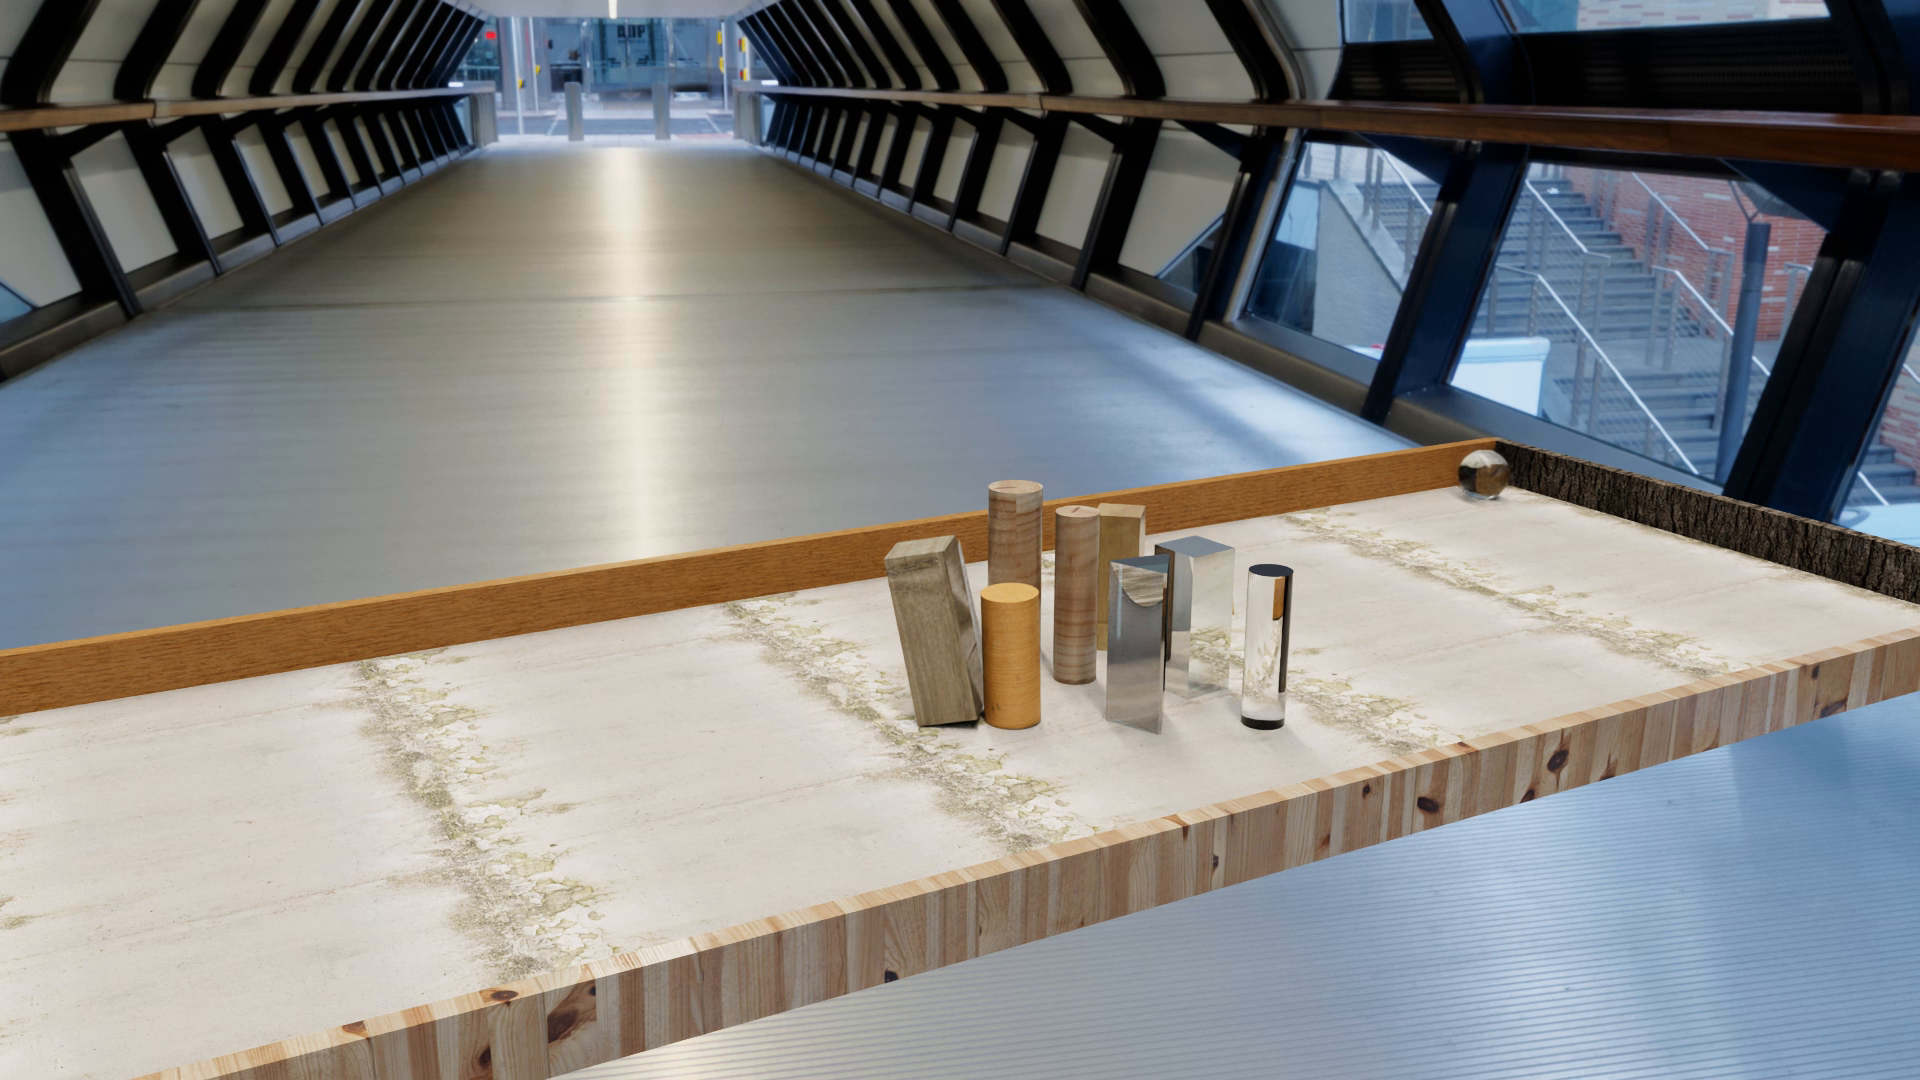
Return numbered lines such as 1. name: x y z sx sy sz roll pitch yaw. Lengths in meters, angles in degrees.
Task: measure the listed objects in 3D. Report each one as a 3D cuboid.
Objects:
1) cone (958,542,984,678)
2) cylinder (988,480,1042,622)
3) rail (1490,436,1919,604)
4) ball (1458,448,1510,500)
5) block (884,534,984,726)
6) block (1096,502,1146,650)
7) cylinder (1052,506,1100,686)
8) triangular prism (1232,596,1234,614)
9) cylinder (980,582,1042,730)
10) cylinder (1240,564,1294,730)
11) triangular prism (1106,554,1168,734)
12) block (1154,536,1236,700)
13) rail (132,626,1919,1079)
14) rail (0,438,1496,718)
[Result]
1. cone: -0.001 0.173 4.122 0.157 0.364 0.157 0 16 0
2. cylinder: 0.143 0.074 4.317 0.142 0.442 0.142 0 16 0
3. rail: 2.466 -0.048 5.253 0.050 0.150 2.100 -9 18 -27
4. ball: 1.853 -0.233 5.831 0.178 0.178 0.178 0 16 0
5. block: -0.055 0.212 3.867 0.144 0.410 0.144 -8 14 12
6. block: 0.418 0.100 4.359 0.121 0.370 0.121 4 17 12
7. cylinder: 0.290 0.138 4.113 0.110 0.435 0.110 0 16 0
8. triangular prism: 0.592 0.142 4.681 0.356 0.103 0.118 0 16 -1
9. cylinder: 0.120 0.272 3.861 0.135 0.316 0.135 -2 18 1
10. cylinder: 0.714 0.249 3.841 0.103 0.375 0.103 0 16 0
11. triangular prism: 0.445 0.235 3.858 0.152 0.393 0.132 13 21 37
12. block: 0.572 0.189 4.068 0.138 0.363 0.138 -11 20 -34
13. rail: -2.336 1.006 1.665 12.000 0.150 0.050 -9 18 -27
14. rail: -3.305 0.497 3.399 12.000 0.150 0.050 -9 18 -27
